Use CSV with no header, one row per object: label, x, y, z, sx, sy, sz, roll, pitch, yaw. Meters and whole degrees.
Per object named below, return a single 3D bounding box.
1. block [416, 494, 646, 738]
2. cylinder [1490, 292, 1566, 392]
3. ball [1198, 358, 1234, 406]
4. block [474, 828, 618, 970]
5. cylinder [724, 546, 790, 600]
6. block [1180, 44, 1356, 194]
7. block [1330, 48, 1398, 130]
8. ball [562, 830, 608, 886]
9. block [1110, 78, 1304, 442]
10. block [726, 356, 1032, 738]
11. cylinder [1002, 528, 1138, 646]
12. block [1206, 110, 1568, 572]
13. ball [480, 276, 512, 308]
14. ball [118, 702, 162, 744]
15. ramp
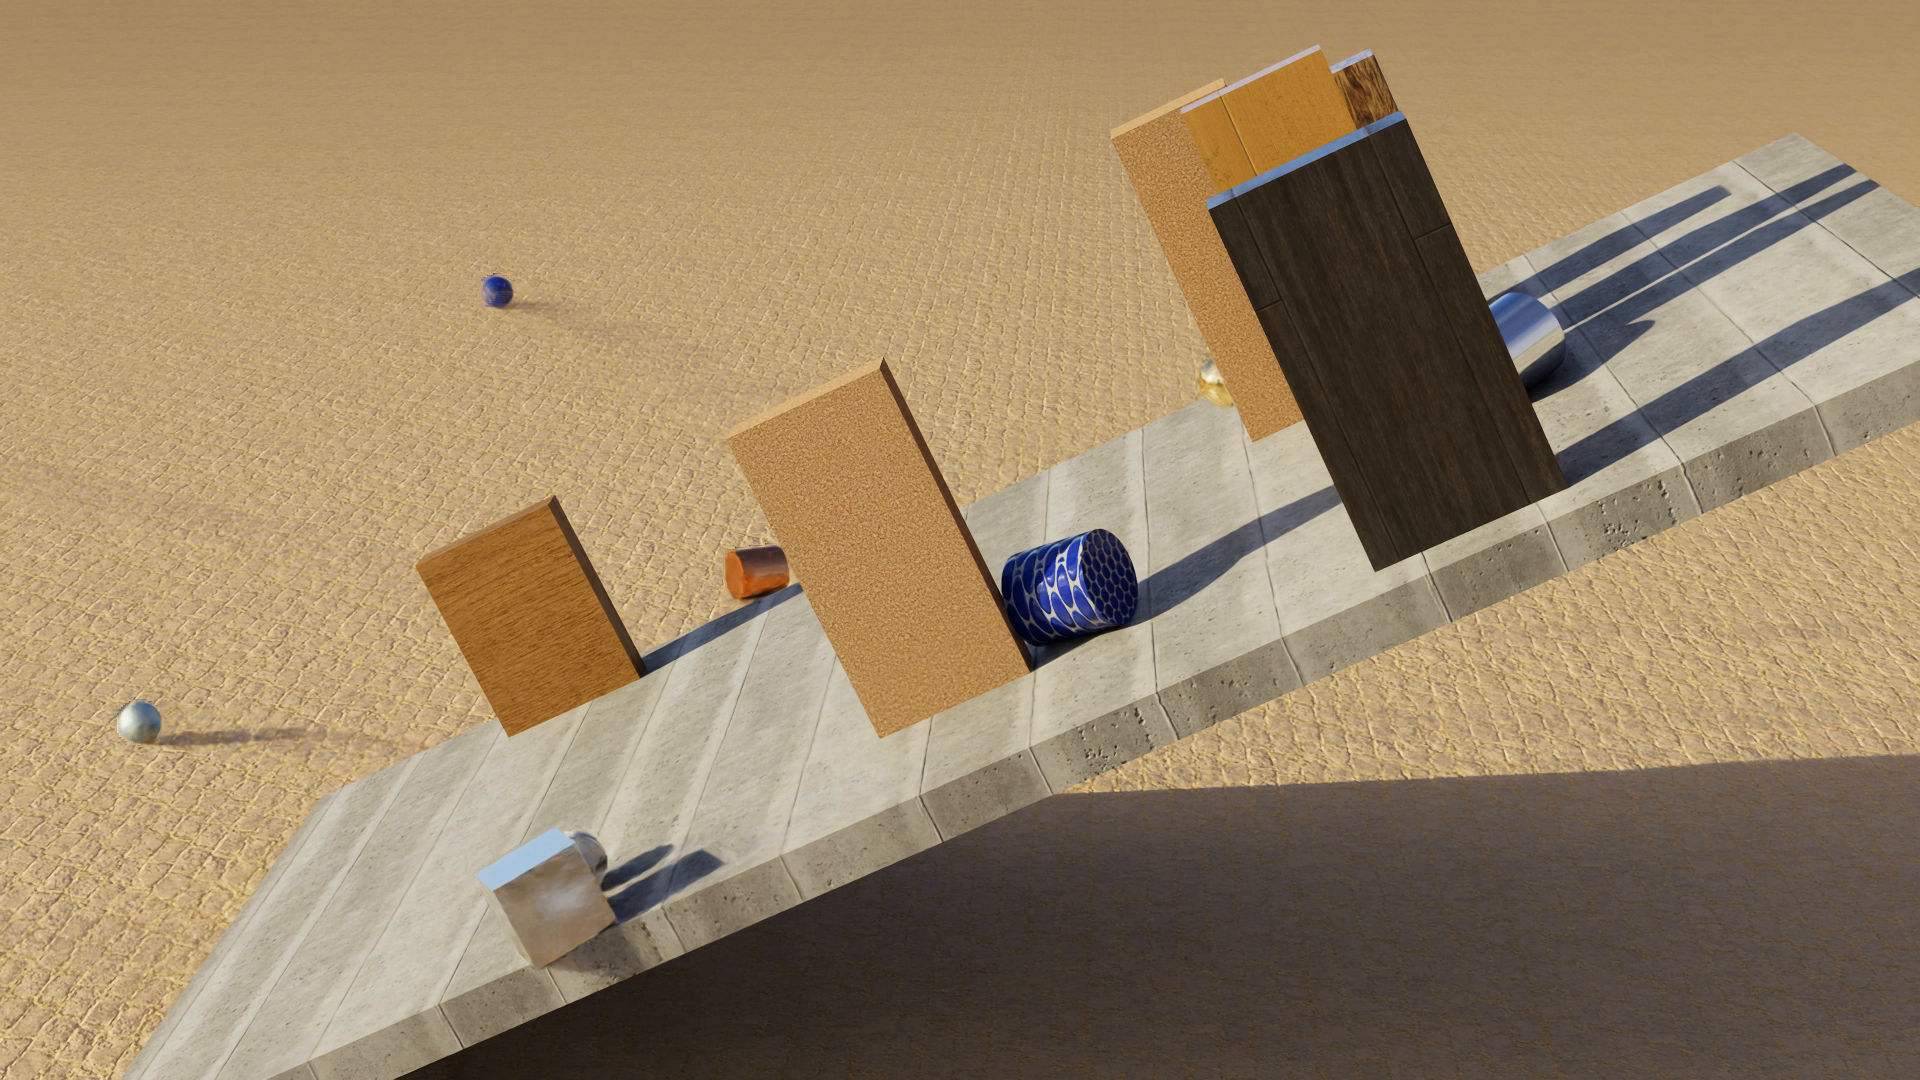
block,-1.044,0.187,7.170,0.365,0.483,0.095,-24,13,9
cylinder,1.088,-0.374,5.925,0.186,0.186,0.186,-34,33,-31
ball,0.627,-0.377,6.945,0.126,0.126,0.126,0,16,0
block,-0.773,0.668,5.494,0.174,0.174,0.174,-30,14,-16
cylinder,-0.659,0.105,9.531,0.158,0.158,0.158,-8,18,-26
block,0.754,-0.575,5.985,0.303,0.799,0.082,-24,13,9
block,0.832,-0.625,6.218,0.392,0.711,0.108,-24,13,9
ball,-0.748,0.627,5.700,0.130,0.130,0.130,0,16,0
block,0.615,-0.618,6.518,0.271,0.749,0.141,-24,13,9
block,-0.153,0.018,5.719,0.327,0.669,0.107,-24,13,9
cylinder,0.216,0.094,5.775,0.193,0.193,0.193,-17,4,34
block,0.764,-0.350,5.256,0.375,0.730,0.108,-24,13,9
ball,-2.214,-1.185,14.060,0.151,0.151,0.151,0,16,0
ball,-2.283,0.509,8.194,0.117,0.117,0.117,0,16,0
ramp,0.136,0.168,6.282,4.000,0.100,2.000,-24,13,9
